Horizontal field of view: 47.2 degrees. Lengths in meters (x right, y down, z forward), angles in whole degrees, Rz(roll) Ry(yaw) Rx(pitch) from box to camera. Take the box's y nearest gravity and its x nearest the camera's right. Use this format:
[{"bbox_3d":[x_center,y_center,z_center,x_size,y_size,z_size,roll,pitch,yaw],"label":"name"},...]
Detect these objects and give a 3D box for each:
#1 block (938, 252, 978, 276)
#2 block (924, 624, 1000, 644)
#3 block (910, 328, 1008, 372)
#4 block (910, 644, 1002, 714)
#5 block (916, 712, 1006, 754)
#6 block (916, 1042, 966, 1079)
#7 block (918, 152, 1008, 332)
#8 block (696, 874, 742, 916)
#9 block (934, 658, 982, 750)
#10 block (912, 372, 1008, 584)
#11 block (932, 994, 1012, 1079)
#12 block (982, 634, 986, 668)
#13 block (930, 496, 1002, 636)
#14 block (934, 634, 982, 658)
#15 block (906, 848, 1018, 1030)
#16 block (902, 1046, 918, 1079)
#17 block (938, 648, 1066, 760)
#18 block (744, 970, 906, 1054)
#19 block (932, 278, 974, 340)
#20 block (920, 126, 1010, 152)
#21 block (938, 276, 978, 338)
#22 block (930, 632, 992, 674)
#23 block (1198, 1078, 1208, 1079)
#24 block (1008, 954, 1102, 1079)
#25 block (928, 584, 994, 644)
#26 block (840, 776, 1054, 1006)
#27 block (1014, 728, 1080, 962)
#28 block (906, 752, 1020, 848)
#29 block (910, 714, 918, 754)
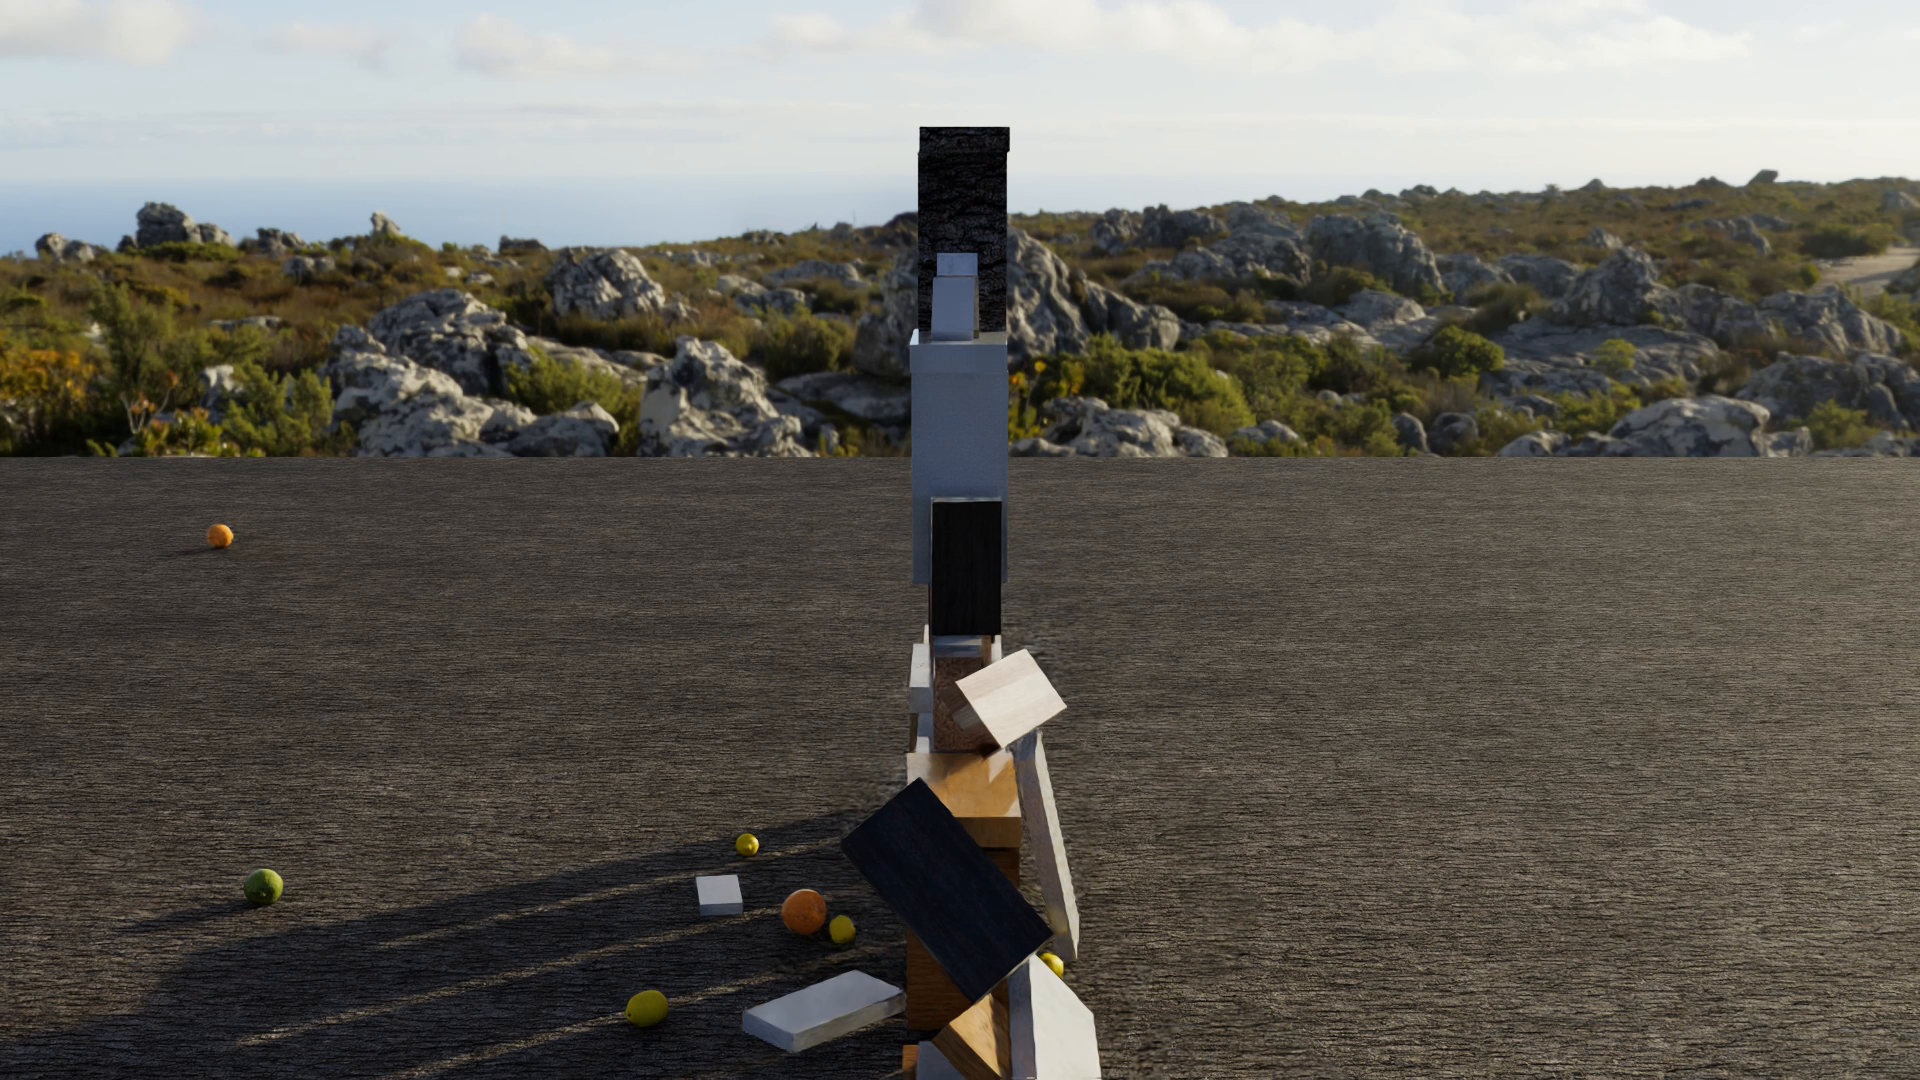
[{"bbox_3d":[-0.004,-0.398,3.549,0.065,0.131,0.018,0,-12,0],"label":"block"},{"bbox_3d":[0.004,0.207,4.061,0.142,0.040,0.284,0,11,0],"label":"block"},{"bbox_3d":[-0.002,-0.302,3.497,0.149,0.042,0.298,0,10,0],"label":"block"},{"bbox_3d":[-0.005,0.234,3.758,0.156,0.044,0.311,0,11,0],"label":"block"},{"bbox_3d":[0.001,0.328,3.472,0.137,0.039,0.274,0,11,0],"label":"block"},{"bbox_3d":[0.001,0.697,2.792,0.113,0.032,0.226,0,11,0],"label":"block"},{"bbox_3d":[0.004,-0.486,3.587,0.144,0.288,0.041,0,11,0],"label":"block"},{"bbox_3d":[-0.398,0.587,3.633,0.069,0.020,0.138,-2,11,-10],"label":"block"},{"bbox_3d":[-0.003,0.250,3.385,0.073,0.146,0.021,0,-7,1],"label":"block"},{"bbox_3d":[-0.001,-0.100,3.447,0.149,0.337,0.042,-1,14,-3],"label":"block"},{"bbox_3d":[0.042,0.645,2.785,0.113,0.032,0.226,45,8,11],"label":"block"},{"bbox_3d":[0.000,0.190,3.521,0.085,0.212,0.024,0,4,0],"label":"block"},{"bbox_3d":[0.009,0.041,3.407,0.107,0.214,0.030,-1,16,-4],"label":"block"},{"bbox_3d":[-0.003,0.156,3.433,0.073,0.021,0.146,0,11,0],"label":"block"},{"bbox_3d":[0.003,0.547,3.061,0.154,0.308,0.044,0,27,0],"label":"block"},{"bbox_3d":[-0.006,0.725,2.837,0.136,0.039,0.272,0,11,-1],"label":"block"},{"bbox_3d":[0.068,0.240,3.270,0.032,0.113,0.387,-37,-6,16],"label":"block"},{"bbox_3d":[-0.192,0.672,3.139,0.107,0.030,0.214,13,17,43],"label":"block"},{"bbox_3d":[-0.011,-0.364,3.458,0.065,0.018,0.130,0,46,1],"label":"block"},{"bbox_3d":[0.009,-0.665,3.646,0.144,0.041,0.288,0,10,1],"label":"block"},{"bbox_3d":[-0.003,-0.370,3.491,0.065,0.018,0.131,0,47,0],"label":"block"},{"bbox_3d":[0.002,0.123,3.679,0.102,0.204,0.029,0,11,0],"label":"block"},{"bbox_3d":[0.272,0.726,2.801,0.069,0.020,0.138,-19,1,19],"label":"block"},{"bbox_3d":[0.124,0.674,2.794,0.039,0.136,0.476,-41,10,9],"label":"block"},{"bbox_3d":[0.003,-0.039,3.911,0.117,0.499,0.033,0,10,2],"label":"block"},{"bbox_3d":[-0.018,0.459,2.881,0.136,0.272,0.039,-38,-15,-13],"label":"block"},{"bbox_3d":[0.135,0.466,3.361,0.030,0.343,0.107,-9,19,9],"label":"block"},{"bbox_3d":[0.002,0.363,3.089,0.154,0.044,0.308,0,10,-1],"label":"block"},{"bbox_3d":[-0.005,0.428,3.688,0.156,0.311,0.044,0,11,0],"label":"block"}]
